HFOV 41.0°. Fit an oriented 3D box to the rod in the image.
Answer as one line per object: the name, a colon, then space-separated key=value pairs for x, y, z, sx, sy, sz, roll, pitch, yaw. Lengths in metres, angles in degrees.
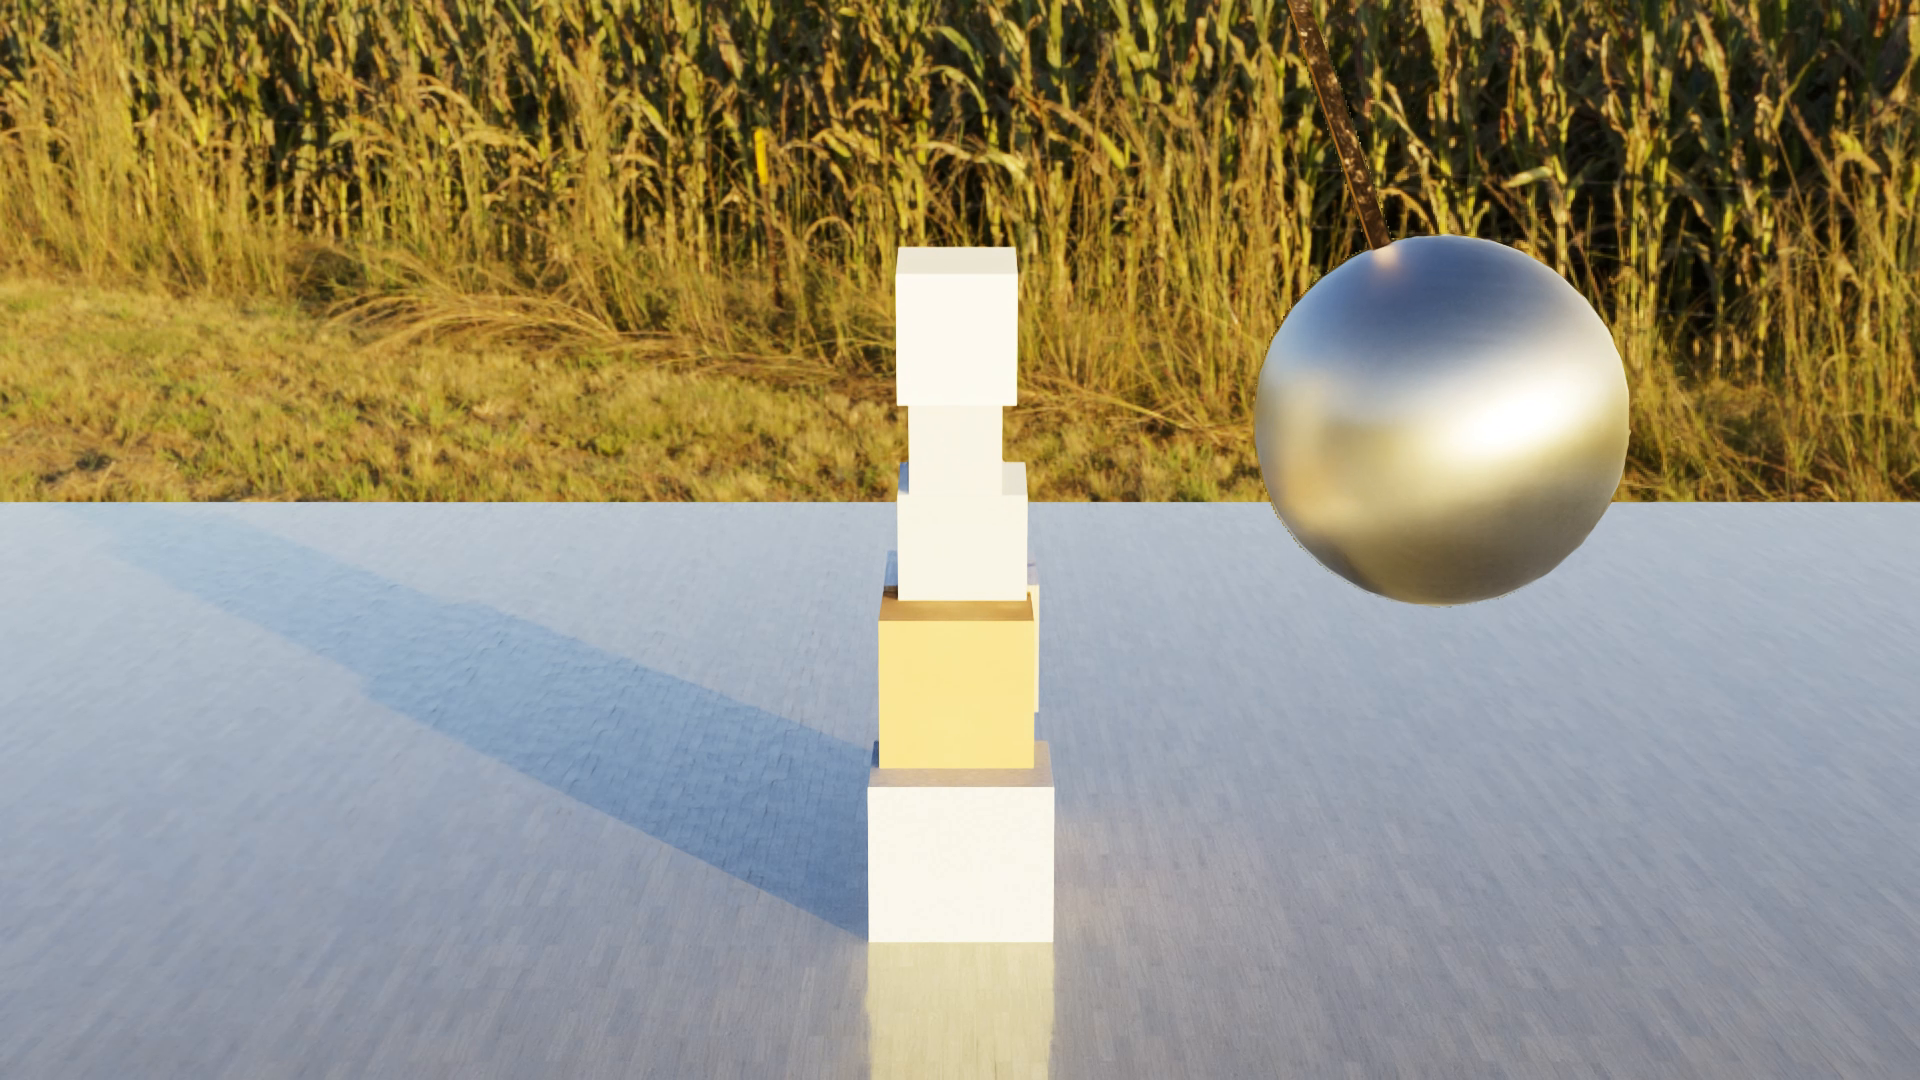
rod: x=0.899 y=-3.654 z=10.516 sx=0.080 sy=5.200 sz=0.080 roll=-20 pitch=10 yaw=4

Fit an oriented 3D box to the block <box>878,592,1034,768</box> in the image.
block: x=-0.014 y=0.588 z=10.919 sx=0.642 sy=0.627 sz=0.616 roll=0 pitch=10 yaw=0

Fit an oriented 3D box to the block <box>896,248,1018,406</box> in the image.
block: x=-0.013 y=-0.904 z=10.799 sx=0.496 sy=0.558 sz=0.487 roll=0 pitch=19 yaw=0

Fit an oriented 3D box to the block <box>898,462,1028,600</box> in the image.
block: x=0.011 y=-0.040 z=11.111 sx=0.548 sy=0.474 sz=0.456 roll=0 pitch=19 yaw=0

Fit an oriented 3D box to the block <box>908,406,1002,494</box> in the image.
block: x=-0.019 y=-0.453 z=10.965 sx=0.390 sy=0.402 sz=0.439 roll=0 pitch=19 yaw=0

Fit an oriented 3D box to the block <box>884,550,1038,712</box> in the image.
block: x=0.005 y=0.403 z=11.561 sx=0.675 sy=0.572 sz=0.693 roll=0 pitch=13 yaw=0

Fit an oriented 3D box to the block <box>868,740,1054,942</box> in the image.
block: x=0.004 y=1.258 z=10.817 sx=0.754 sy=0.655 sz=0.743 roll=0 pitch=10 yaw=0

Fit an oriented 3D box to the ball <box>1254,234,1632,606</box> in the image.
ball: x=2.074 y=-0.515 z=11.087 sx=1.600 sy=1.600 sz=1.600 roll=0 pitch=10 yaw=0
